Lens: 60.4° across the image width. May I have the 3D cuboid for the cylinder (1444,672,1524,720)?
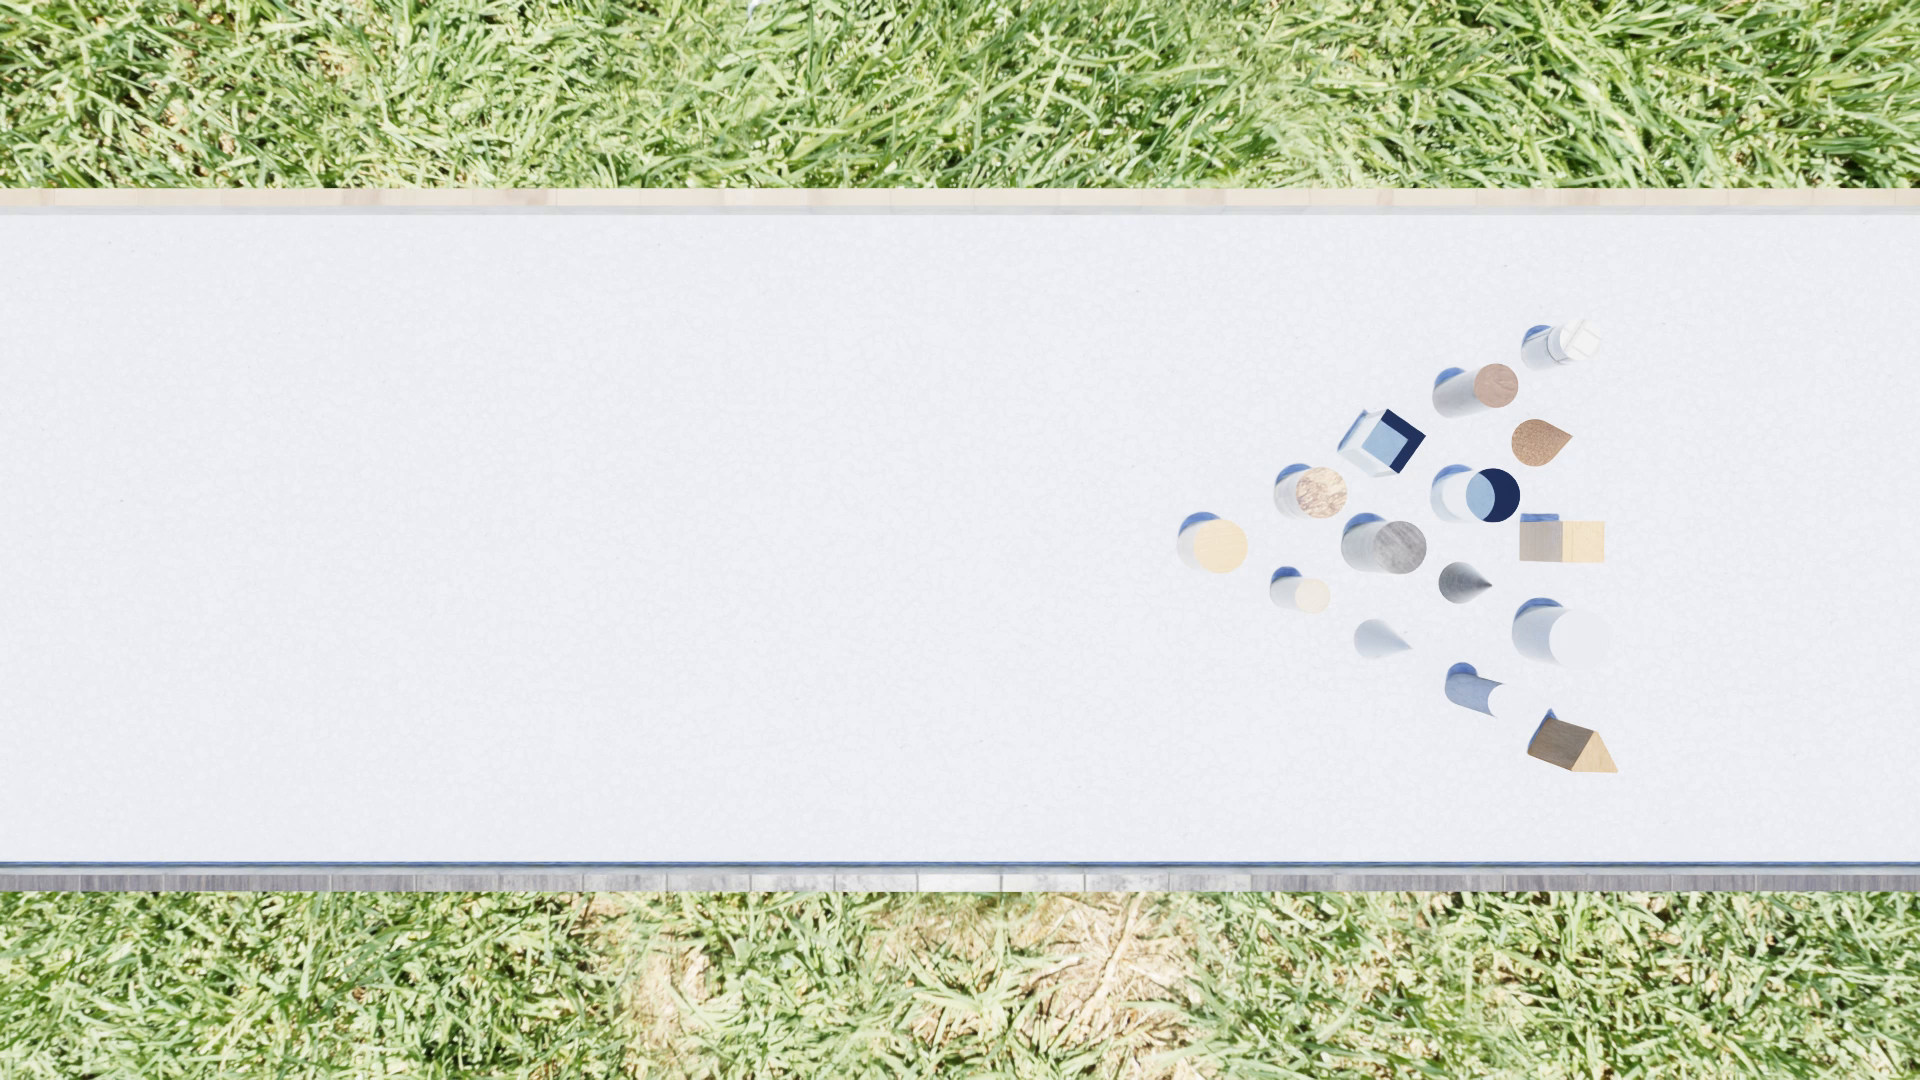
[{"bbox_3d":[1.541,0.458,4.868,0.100,0.418,0.100,0,90,0],"label":"cylinder"}]

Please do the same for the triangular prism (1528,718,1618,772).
[{"bbox_3d":[1.812,0.603,4.890,0.133,0.374,0.115,2,90,0],"label":"triangular prism"}]

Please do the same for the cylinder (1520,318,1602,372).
[{"bbox_3d":[1.787,-0.577,4.911,0.121,0.330,0.121,0,90,0],"label":"cylinder"}]

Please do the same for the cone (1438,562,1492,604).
[{"bbox_3d":[1.537,0.132,4.915,0.130,0.323,0.130,0,90,0],"label":"cone"}]

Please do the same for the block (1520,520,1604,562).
[{"bbox_3d":[1.781,0.005,4.893,0.119,0.368,0.119,0,90,0],"label":"block"}]

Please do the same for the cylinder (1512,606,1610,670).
[{"bbox_3d":[1.786,0.288,4.914,0.176,0.325,0.176,0,90,0],"label":"cylinder"}]

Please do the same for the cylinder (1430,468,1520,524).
[{"bbox_3d":[1.525,-0.128,4.898,0.158,0.357,0.158,0,90,0],"label":"cylinder"}]

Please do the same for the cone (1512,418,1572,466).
[{"bbox_3d":[1.770,-0.299,4.917,0.148,0.319,0.148,0,90,0],"label":"cone"}]

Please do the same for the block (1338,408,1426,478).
[{"bbox_3d":[1.255,-0.286,4.926,0.137,0.302,0.137,35,90,0],"label":"block"}]

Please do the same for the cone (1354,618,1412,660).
[{"bbox_3d":[1.277,0.306,4.860,0.130,0.433,0.130,0,90,0],"label":"cone"}]

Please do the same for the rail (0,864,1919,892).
[{"bbox_3d":[-2.247,1.025,5.001,12.000,0.150,0.050,0,90,0],"label":"rail"}]

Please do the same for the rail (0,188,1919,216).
[{"bbox_3d":[-2.247,-1.025,5.002,12.000,0.150,0.050,0,90,0],"label":"rail"}]

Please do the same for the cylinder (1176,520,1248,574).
[{"bbox_3d":[0.744,0.018,4.892,0.155,0.368,0.155,0,90,0],"label":"cylinder"}]

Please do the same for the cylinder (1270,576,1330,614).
[{"bbox_3d":[1.002,0.160,4.880,0.100,0.394,0.100,0,90,0],"label":"cylinder"}]

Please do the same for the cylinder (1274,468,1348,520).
[{"bbox_3d":[1.038,-0.135,4.906,0.149,0.341,0.149,0,90,0],"label":"cylinder"}]

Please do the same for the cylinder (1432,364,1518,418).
[{"bbox_3d":[1.516,-0.436,4.869,0.127,0.416,0.127,0,90,0],"label":"cylinder"}]

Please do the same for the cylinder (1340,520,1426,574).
[{"bbox_3d":[1.248,0.022,4.878,0.153,0.398,0.153,0,90,0],"label":"cylinder"}]
